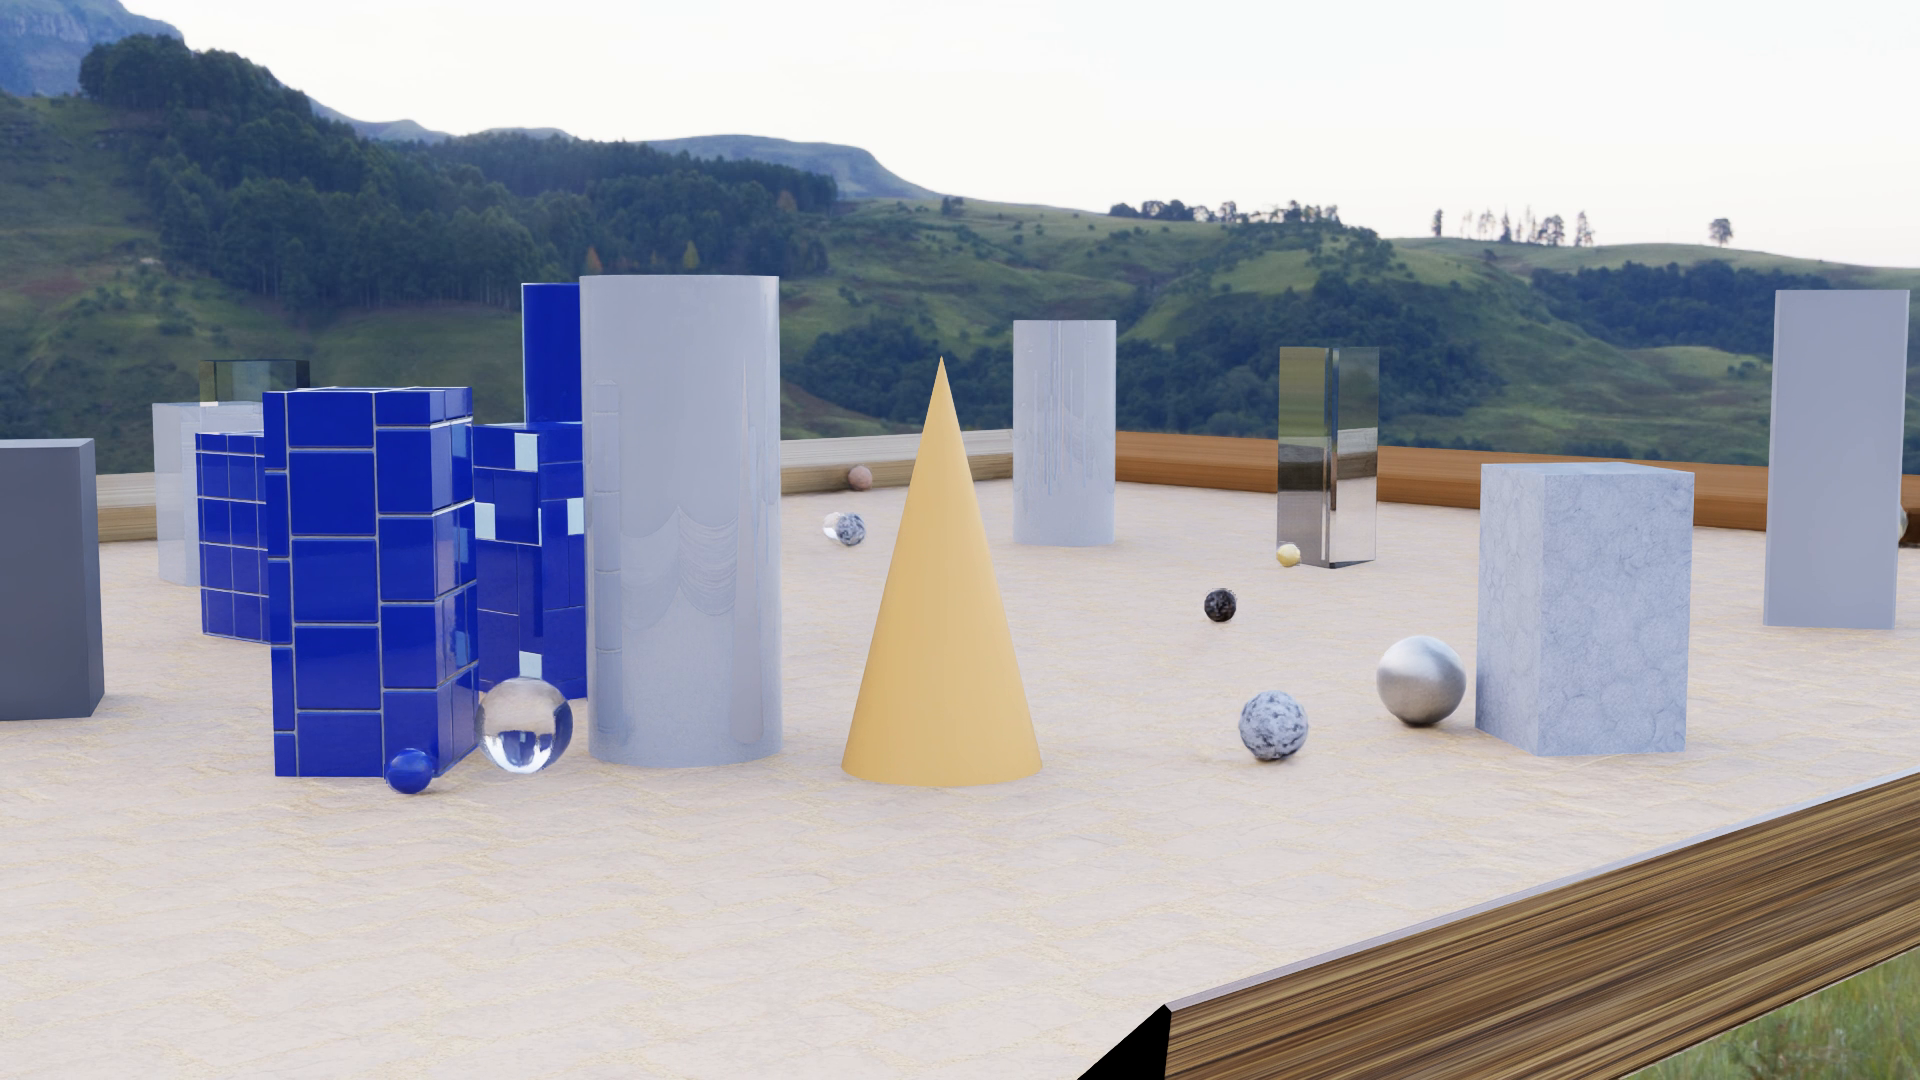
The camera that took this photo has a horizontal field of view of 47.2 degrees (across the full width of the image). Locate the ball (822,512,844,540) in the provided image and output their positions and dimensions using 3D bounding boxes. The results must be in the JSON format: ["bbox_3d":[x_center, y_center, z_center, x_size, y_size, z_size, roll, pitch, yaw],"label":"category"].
[{"bbox_3d":[-0.242,-0.027,4.298,0.052,0.052,0.052,0,6,0],"label":"ball"}]

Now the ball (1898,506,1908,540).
[{"bbox_3d":[1.759,-0.034,4.192,0.087,0.087,0.087,0,6,0],"label":"ball"}]

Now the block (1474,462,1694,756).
[{"bbox_3d":[0.643,0.067,2.278,0.159,0.283,0.159,-1,6,-9],"label":"block"}]

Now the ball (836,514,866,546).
[{"bbox_3d":[-0.207,-0.019,4.176,0.060,0.060,0.060,0,6,0],"label":"ball"}]

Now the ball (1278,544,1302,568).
[{"bbox_3d":[0.572,0.027,3.822,0.041,0.041,0.041,0,6,0],"label":"ball"}]

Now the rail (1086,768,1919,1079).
[{"bbox_3d":[1.193,0.168,2.045,3.926,0.129,0.045,-5,8,-42],"label":"rail"}]

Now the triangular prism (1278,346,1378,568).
[{"bbox_3d":[0.632,-0.151,3.896,0.149,0.381,0.172,4,7,35],"label":"triangular prism"}]

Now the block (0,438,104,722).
[{"bbox_3d":[-1.054,0.041,2.456,0.159,0.298,0.159,-2,6,-16],"label":"block"}]

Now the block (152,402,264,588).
[{"bbox_3d":[-1.231,-0.080,3.650,0.159,0.291,0.159,-4,7,-35],"label":"block"}]

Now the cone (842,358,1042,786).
[{"bbox_3d":[-0.018,0.021,2.142,0.198,0.402,0.198,0,6,0],"label":"cone"}]

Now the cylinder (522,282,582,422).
[{"bbox_3d":[-0.515,-0.120,3.116,0.198,0.482,0.198,0,6,0],"label":"cylinder"}]

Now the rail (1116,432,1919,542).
[{"bbox_3d":[1.425,-0.103,4.640,0.045,0.129,3.567,-5,8,-42],"label":"rail"}]

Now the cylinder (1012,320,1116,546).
[{"bbox_3d":[0.201,-0.210,4.244,0.198,0.426,0.198,0,6,0],"label":"cylinder"}]

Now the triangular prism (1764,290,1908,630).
[{"bbox_3d":[1.242,-0.119,3.149,0.172,0.473,0.149,1,6,13],"label":"triangular prism"}]

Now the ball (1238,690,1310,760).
[{"bbox_3d":[0.312,0.184,2.183,0.070,0.070,0.070,0,6,0],"label":"ball"}]

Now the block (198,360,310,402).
[{"bbox_3d":[-1.258,-0.143,3.933,0.159,0.357,0.159,-3,7,-29],"label":"block"}]

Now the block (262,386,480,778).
[{"bbox_3d":[-0.575,0.036,2.166,0.159,0.368,0.159,0,6,2],"label":"block"}]

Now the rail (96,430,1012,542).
[{"bbox_3d":[-1.193,-0.101,4.618,3.926,0.129,0.045,-5,8,-42],"label":"rail"}]

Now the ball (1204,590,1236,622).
[{"bbox_3d":[0.373,0.095,3.152,0.047,0.047,0.047,0,6,0],"label":"ball"}]

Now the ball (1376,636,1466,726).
[{"bbox_3d":[0.497,0.151,2.371,0.096,0.096,0.096,0,6,0],"label":"ball"}]

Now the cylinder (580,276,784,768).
[{"bbox_3d":[-0.280,-0.025,2.223,0.198,0.478,0.198,0,6,0],"label":"cylinder"}]

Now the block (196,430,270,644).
[{"bbox_3d":[-0.934,-0.009,3.034,0.159,0.278,0.159,5,8,38],"label":"block"}]

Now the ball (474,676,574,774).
[{"bbox_3d":[-0.420,0.178,2.121,0.094,0.094,0.094,0,6,0],"label":"ball"}]

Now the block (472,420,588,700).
[{"bbox_3d":[-0.477,0.020,2.594,0.159,0.311,0.159,5,8,42],"label":"block"}]

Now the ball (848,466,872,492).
[{"bbox_3d":[-0.246,-0.151,5.440,0.061,0.061,0.061,0,6,0],"label":"ball"}]

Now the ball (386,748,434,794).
[{"bbox_3d":[-0.508,0.214,2.032,0.042,0.042,0.042,0,6,0],"label":"ball"}]
